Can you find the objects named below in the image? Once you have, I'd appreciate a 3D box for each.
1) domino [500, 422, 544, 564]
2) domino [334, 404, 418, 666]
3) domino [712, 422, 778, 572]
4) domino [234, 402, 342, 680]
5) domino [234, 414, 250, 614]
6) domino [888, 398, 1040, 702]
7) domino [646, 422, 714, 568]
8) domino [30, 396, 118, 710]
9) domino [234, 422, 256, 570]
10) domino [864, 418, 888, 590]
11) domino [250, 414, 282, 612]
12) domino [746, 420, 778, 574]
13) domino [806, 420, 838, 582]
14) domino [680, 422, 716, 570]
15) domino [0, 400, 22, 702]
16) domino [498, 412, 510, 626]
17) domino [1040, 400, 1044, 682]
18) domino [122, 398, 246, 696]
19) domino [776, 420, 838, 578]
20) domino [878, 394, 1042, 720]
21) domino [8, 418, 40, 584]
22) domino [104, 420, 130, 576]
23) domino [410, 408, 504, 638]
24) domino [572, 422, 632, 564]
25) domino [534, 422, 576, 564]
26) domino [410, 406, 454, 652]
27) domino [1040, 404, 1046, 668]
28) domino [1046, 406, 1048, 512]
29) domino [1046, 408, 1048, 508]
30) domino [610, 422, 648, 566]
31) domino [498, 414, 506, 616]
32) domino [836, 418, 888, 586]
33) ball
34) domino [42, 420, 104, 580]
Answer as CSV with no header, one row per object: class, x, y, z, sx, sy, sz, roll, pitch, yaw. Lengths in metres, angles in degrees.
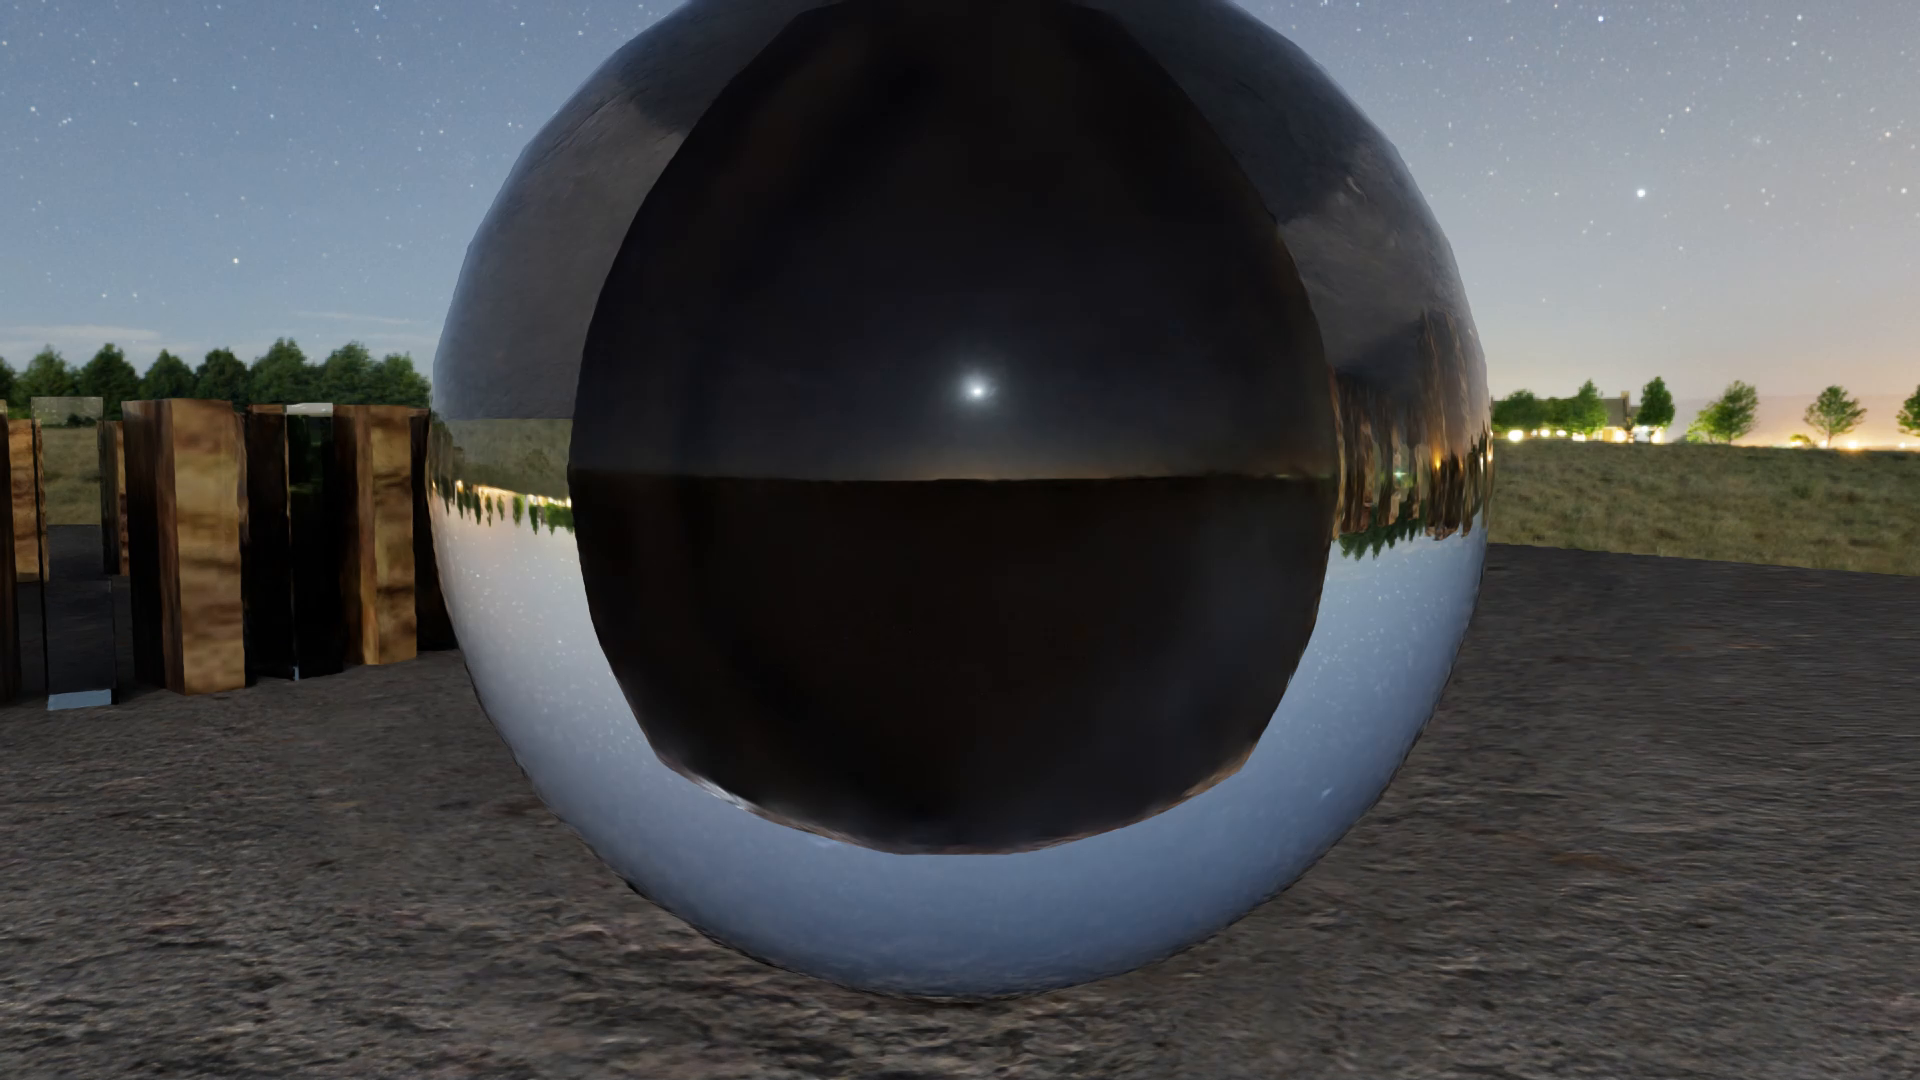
domino,-0.160,-0.017,0.466,0.009,0.050,0.025,0,4,0
domino,-0.121,-0.001,0.254,0.025,0.050,0.009,2,5,22
domino,-0.072,-0.015,0.439,0.010,0.050,0.025,3,5,34
domino,-0.128,0.000,0.239,0.025,0.050,0.010,3,5,30
domino,-0.191,-0.007,0.326,0.025,0.050,0.009,4,6,43
domino,0.001,0.001,0.216,0.025,0.050,0.009,0,4,5
domino,-0.099,-0.017,0.454,0.009,0.050,0.025,2,5,25
domino,-0.149,0.001,0.216,0.009,0.050,0.025,-3,5,-34
domino,-0.251,-0.016,0.443,0.009,0.050,0.025,-3,5,-33
domino,-0.016,-0.011,0.384,0.025,0.050,0.009,-3,5,-35
domino,-0.179,-0.008,0.336,0.010,0.050,0.025,-2,5,-27
domino,-0.059,-0.015,0.429,0.009,0.050,0.025,3,5,38
domino,-0.036,-0.013,0.408,0.025,0.050,0.009,-4,6,-44
domino,-0.085,-0.016,0.447,0.009,0.050,0.025,2,5,30
domino,-0.163,0.002,0.209,0.009,0.050,0.025,-2,5,-24
domino,-0.119,-0.005,0.299,0.025,0.050,0.009,-2,5,-20
domino,0.002,0.000,0.232,0.025,0.050,0.009,0,4,6
domino,-0.137,0.001,0.227,0.025,0.050,0.009,4,6,41
domino,-0.047,-0.014,0.419,0.009,0.050,0.025,4,6,42
domino,0.000,0.002,0.201,0.025,0.050,0.009,0,4,0
domino,-0.295,-0.012,0.399,0.025,0.050,0.009,3,5,34
domino,-0.275,-0.014,0.423,0.025,0.050,0.009,4,6,44
domino,-0.116,-0.004,0.284,0.025,0.050,0.009,0,4,-6
domino,-0.129,-0.017,0.464,0.009,0.050,0.025,1,4,10
domino,-0.145,-0.017,0.466,0.009,0.050,0.025,0,4,5
domino,-0.117,-0.003,0.269,0.025,0.050,0.009,1,4,12
domino,0.004,-0.001,0.248,0.025,0.050,0.009,0,4,5
domino,0.005,-0.002,0.263,0.025,0.050,0.010,0,4,4
domino,0.006,-0.003,0.279,0.025,0.050,0.009,0,4,3
domino,-0.114,-0.017,0.460,0.010,0.050,0.025,1,4,17
domino,-0.126,-0.006,0.314,0.025,0.050,0.009,-2,5,-30
domino,-0.025,-0.012,0.397,0.025,0.050,0.009,-4,6,-40
ball,0.000,-0.005,0.103,0.080,0.080,0.080,0,4,0
domino,-0.285,-0.013,0.412,0.025,0.050,0.009,3,6,39
